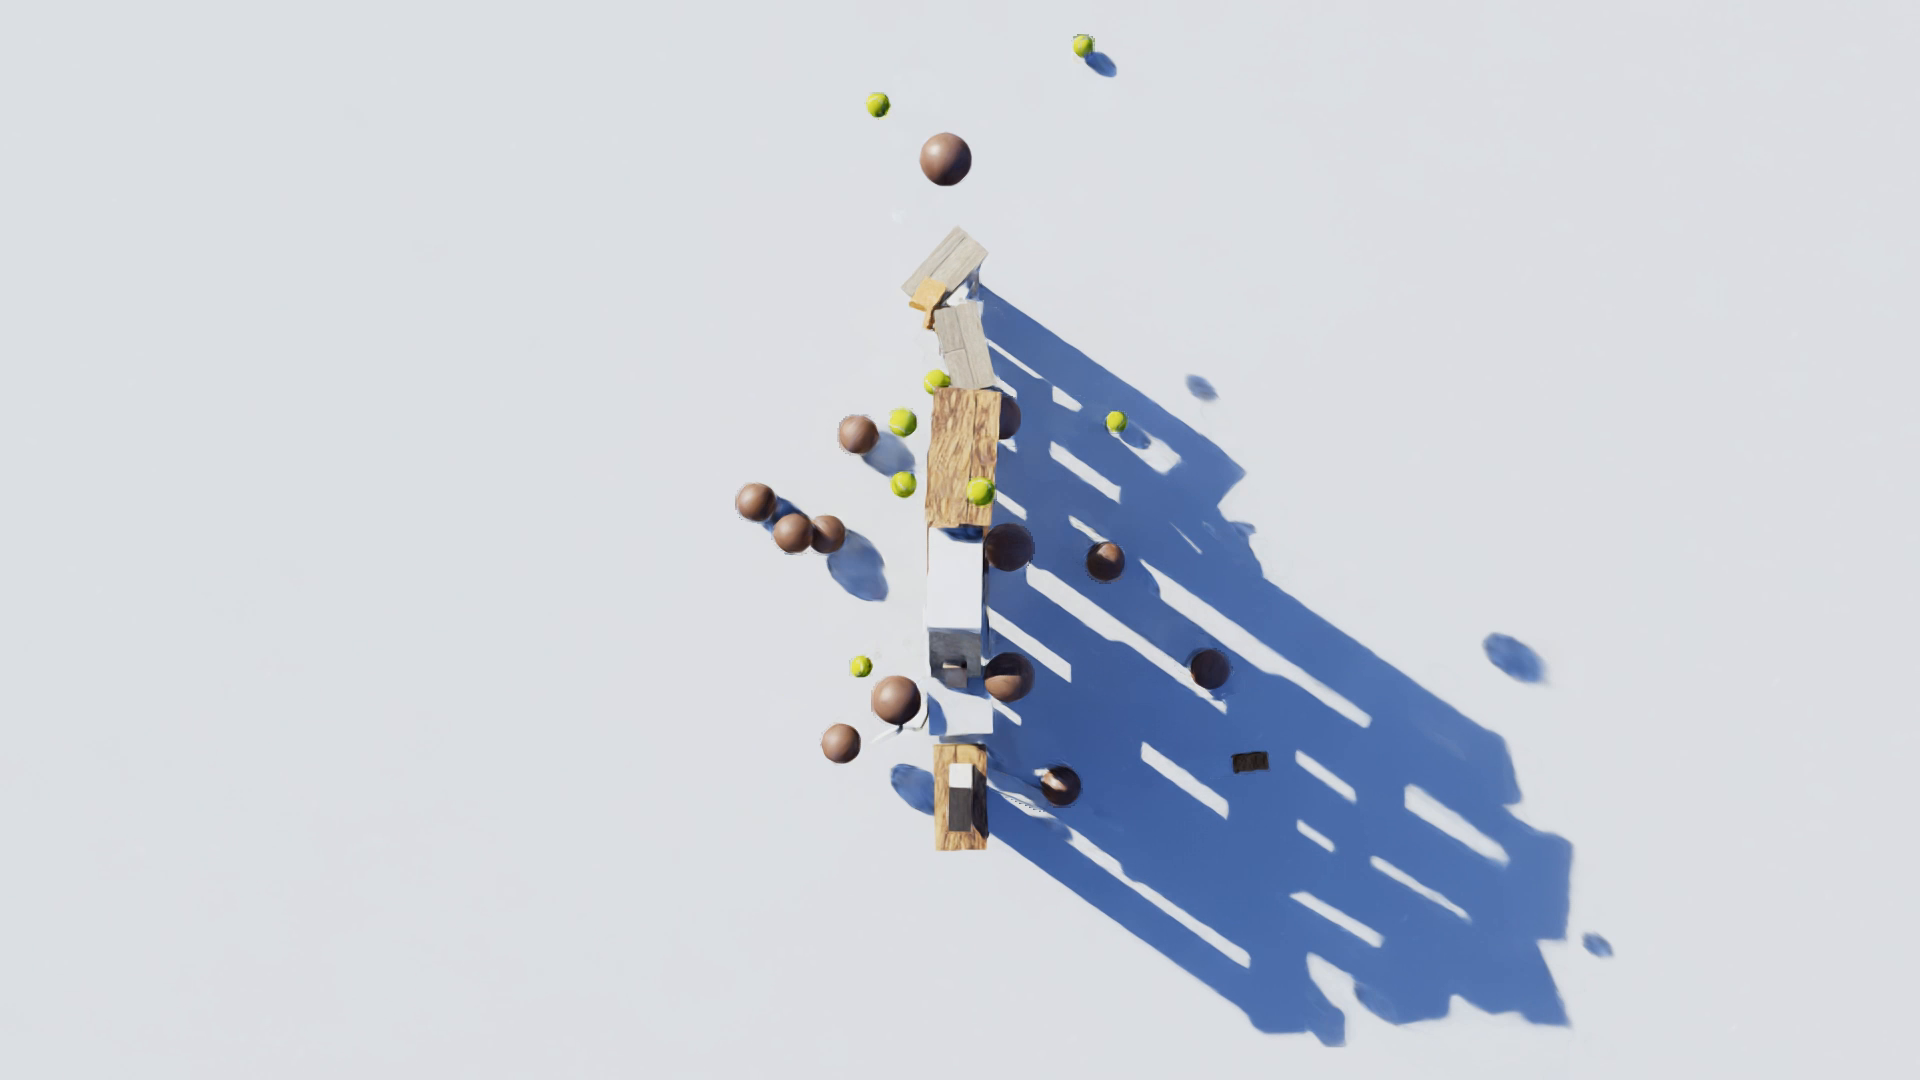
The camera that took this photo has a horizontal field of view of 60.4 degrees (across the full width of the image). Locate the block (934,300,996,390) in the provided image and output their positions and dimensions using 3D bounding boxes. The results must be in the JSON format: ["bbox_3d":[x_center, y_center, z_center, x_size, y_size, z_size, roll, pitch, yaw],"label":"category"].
[{"bbox_3d":[0.012,-0.483,4.159,0.109,0.031,0.219,-14,87,-2],"label":"block"}]

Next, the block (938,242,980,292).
[{"bbox_3d":[0.000,-0.854,5.192,0.124,0.615,0.035,0,88,0],"label":"block"}]

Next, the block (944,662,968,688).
[{"bbox_3d":[-0.011,0.350,4.268,0.058,0.115,0.016,-1,58,1],"label":"block"}]

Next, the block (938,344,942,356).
[{"bbox_3d":[-0.004,-0.611,5.176,0.121,0.242,0.034,0,89,0],"label":"block"}]

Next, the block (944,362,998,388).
[{"bbox_3d":[0.015,-0.350,4.417,0.134,0.038,0.268,8,90,0],"label":"block"}]

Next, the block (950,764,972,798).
[{"bbox_3d":[0.002,0.673,4.616,0.061,0.122,0.017,0,124,0],"label":"block"}]

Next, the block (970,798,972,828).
[{"bbox_3d":[0.002,0.756,4.618,0.061,0.122,0.017,-1,126,0],"label":"block"}]

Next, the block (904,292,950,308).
[{"bbox_3d":[-0.073,-0.716,5.010,0.124,0.248,0.035,30,96,15],"label":"block"}]

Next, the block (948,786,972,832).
[{"bbox_3d":[-0.001,0.743,4.553,0.061,0.017,0.121,2,92,0],"label":"block"}]

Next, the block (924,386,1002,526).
[{"bbox_3d":[0.007,-0.205,4.044,0.164,0.047,0.329,5,90,0],"label":"block"}]

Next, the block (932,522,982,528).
[{"bbox_3d":[-0.007,0.030,4.145,0.125,0.035,0.250,1,89,0],"label":"block"}]

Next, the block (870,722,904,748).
[{"bbox_3d":[-0.222,0.604,5.118,0.115,0.058,0.016,-31,95,35],"label":"block"}]

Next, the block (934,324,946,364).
[{"bbox_3d":[0.001,-0.534,4.517,0.109,0.672,0.031,-22,86,1],"label":"block"}]

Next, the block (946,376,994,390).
[{"bbox_3d":[0.028,-0.405,4.284,0.109,0.219,0.031,7,94,-4],"label":"block"}]

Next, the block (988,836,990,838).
[{"bbox_3d":[0.008,0.836,5.108,0.149,0.784,0.042,-2,90,0],"label":"block"}]

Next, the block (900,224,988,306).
[{"bbox_3d":[-0.045,-0.793,4.861,0.124,0.035,0.248,42,91,6],"label":"block"}]

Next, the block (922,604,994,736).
[{"bbox_3d":[-0.005,0.342,4.344,0.167,0.047,0.335,-3,91,1],"label":"block"}]

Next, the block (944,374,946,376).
[{"bbox_3d":[0.022,-0.426,4.728,0.134,0.584,0.038,-7,89,0],"label":"block"}]

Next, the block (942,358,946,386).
[{"bbox_3d":[0.004,-0.532,5.037,0.121,0.034,0.242,0,90,0],"label":"block"}]

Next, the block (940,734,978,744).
[{"bbox_3d":[-0.005,0.571,5.028,0.116,0.033,0.231,-1,90,0],"label":"block"}]

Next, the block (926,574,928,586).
[{"bbox_3d":[-0.016,0.133,4.326,0.125,0.323,0.035,-3,78,1],"label":"block"}]

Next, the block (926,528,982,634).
[{"bbox_3d":[-0.013,0.098,4.055,0.132,0.037,0.265,1,65,0],"label":"block"}]

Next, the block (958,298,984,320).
[{"bbox_3d":[0.023,-0.630,4.824,0.071,0.020,0.144,8,103,-3],"label":"block"}]

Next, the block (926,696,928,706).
[{"bbox_3d":[-0.002,0.486,4.691,0.167,0.642,0.047,-1,81,0],"label":"block"}]

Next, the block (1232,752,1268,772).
[{"bbox_3d":[0.966,0.739,5.492,0.115,0.016,0.058,-7,90,0],"label":"block"}]

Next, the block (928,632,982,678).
[{"bbox_3d":[-0.012,0.273,4.198,0.132,0.265,0.037,0,58,1],"label":"block"}]

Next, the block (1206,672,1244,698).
[{"bbox_3d":[0.880,0.483,5.492,0.115,0.016,0.058,-18,90,0],"label":"block"}]

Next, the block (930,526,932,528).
[{"bbox_3d":[-0.010,-0.011,4.290,0.125,0.250,0.035,-5,84,0],"label":"block"}]

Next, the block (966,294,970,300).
[{"bbox_3d":[-0.004,-0.775,5.327,0.072,0.346,0.020,0,90,0],"label":"block"}]

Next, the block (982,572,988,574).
[{"bbox_3d":[-0.004,0.183,5.126,0.175,0.049,0.349,0,90,0],"label":"block"}]

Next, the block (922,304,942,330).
[{"bbox_3d":[-0.046,-0.631,4.733,0.020,0.141,0.071,22,101,39],"label":"block"}]

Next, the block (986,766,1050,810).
[{"bbox_3d":[0.161,0.815,5.482,0.277,0.016,0.058,23,91,-4],"label":"block"}]

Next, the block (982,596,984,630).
[{"bbox_3d":[-0.006,0.188,4.185,0.132,0.265,0.037,0,77,1],"label":"block"}]

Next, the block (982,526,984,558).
[{"bbox_3d":[-0.001,-0.079,4.434,0.126,0.036,0.253,0,90,0],"label":"block"}]

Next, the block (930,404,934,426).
[{"bbox_3d":[0.010,-0.314,4.233,0.164,0.329,0.047,8,91,-1],"label":"block"}]

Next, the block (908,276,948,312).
[{"bbox_3d":[-0.091,-0.709,4.778,0.071,0.141,0.020,21,133,5],"label":"block"}]

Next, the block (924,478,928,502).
[{"bbox_3d":[-0.006,-0.108,4.242,0.164,0.346,0.047,1,83,0],"label":"block"}]

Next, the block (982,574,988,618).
[{"bbox_3d":[-0.004,0.270,4.730,0.173,0.049,0.347,0,90,0],"label":"block"}]

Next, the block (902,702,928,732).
[{"bbox_3d":[-0.129,0.530,4.963,0.058,0.115,0.016,8,124,14],"label":"block"}]

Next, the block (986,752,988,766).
[{"bbox_3d":[0.004,0.636,4.863,0.148,0.297,0.042,-1,87,0],"label":"block"}]

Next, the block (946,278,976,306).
[{"bbox_3d":[-0.017,-0.758,5.135,0.072,0.020,0.144,29,96,15],"label":"block"}]

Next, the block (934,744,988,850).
[{"bbox_3d":[0.002,0.731,4.693,0.148,0.042,0.297,-1,91,0],"label":"block"}]

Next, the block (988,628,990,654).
[{"bbox_3d":[-0.003,0.268,4.536,0.167,0.335,0.047,-3,78,1],"label":"block"}]

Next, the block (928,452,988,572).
[{"bbox_3d":[-0.006,-0.080,4.730,0.173,0.049,0.346,0,90,0],"label":"block"}]
